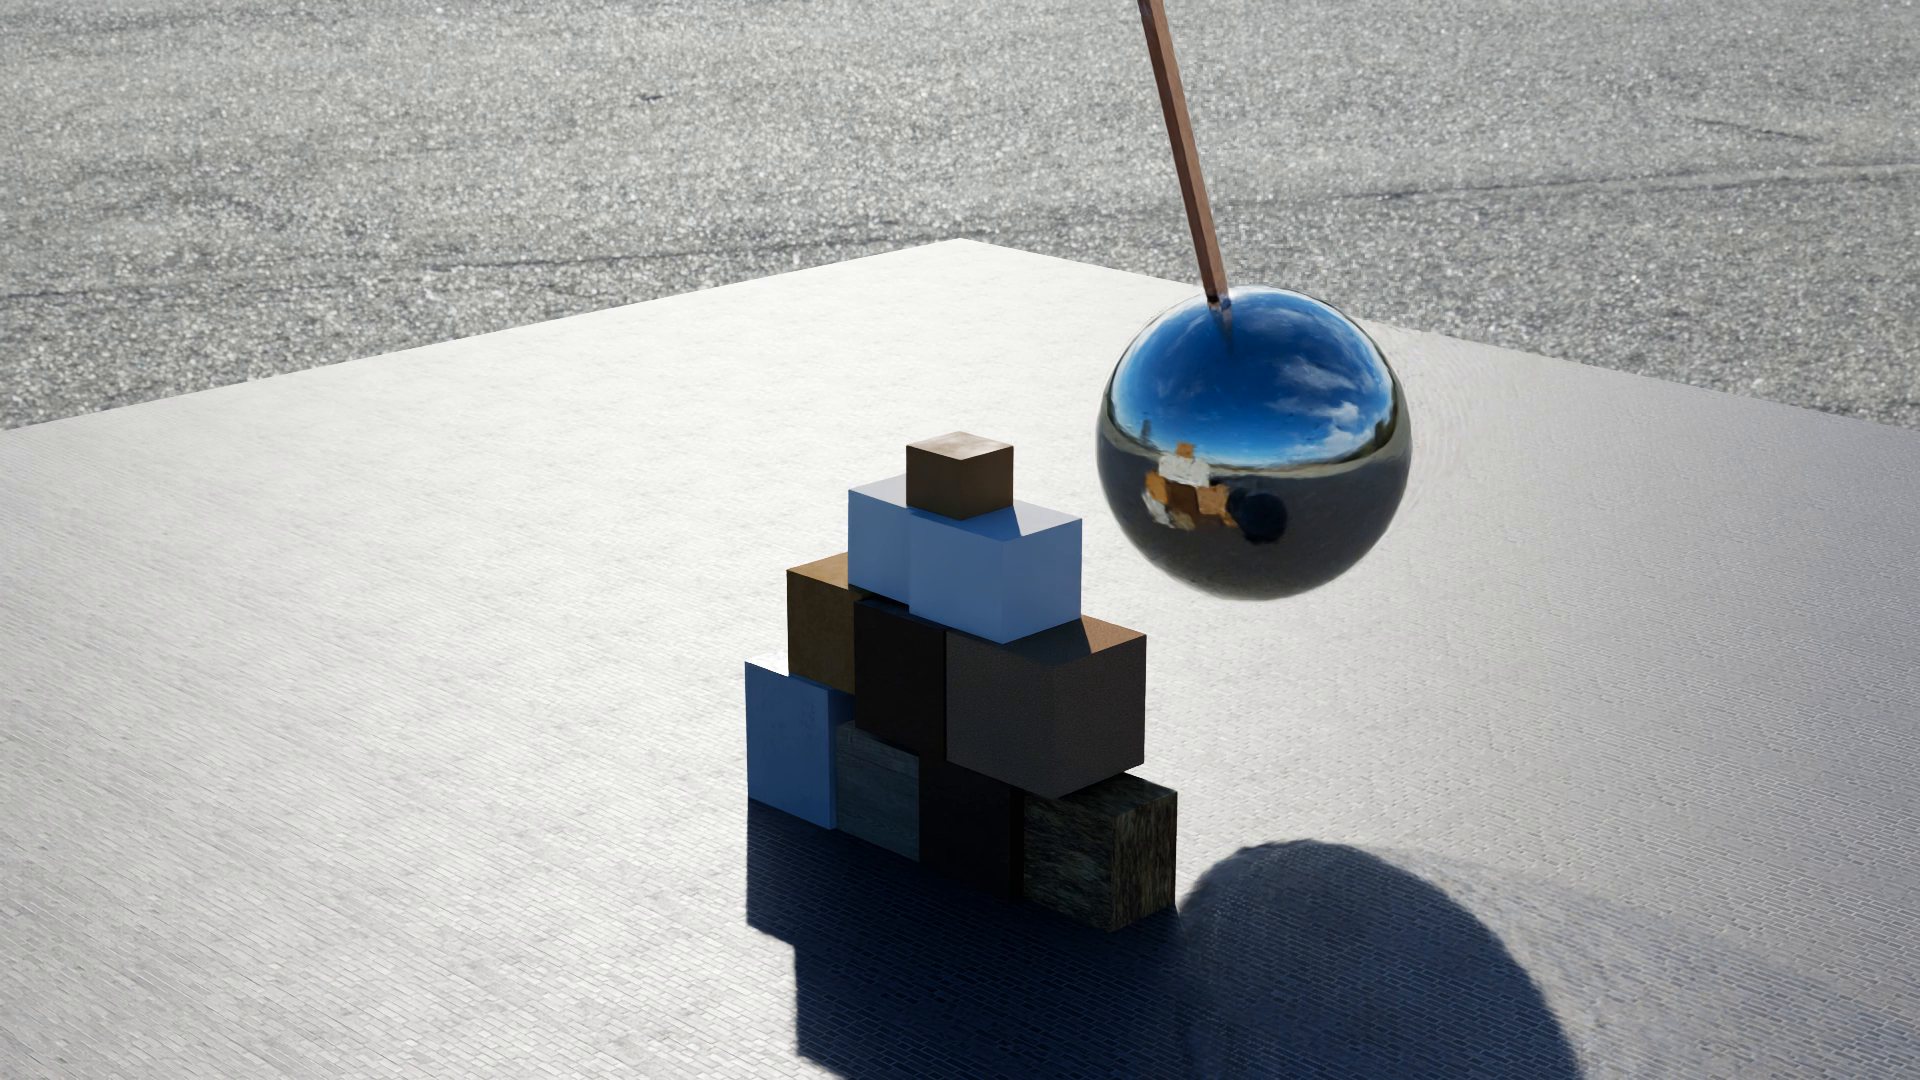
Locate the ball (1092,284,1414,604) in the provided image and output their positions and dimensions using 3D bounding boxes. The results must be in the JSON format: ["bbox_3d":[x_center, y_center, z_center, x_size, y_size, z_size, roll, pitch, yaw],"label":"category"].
[{"bbox_3d":[1.467,-0.482,14.728,1.600,1.600,1.600,0,17,0],"label":"ball"}]

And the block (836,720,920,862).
[{"bbox_3d":[-0.192,1.128,13.883,0.543,0.523,0.574,-17,24,-42],"label":"block"}]

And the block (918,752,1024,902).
[{"bbox_3d":[0.236,1.222,13.489,0.617,0.579,0.582,-17,24,-42],"label":"block"}]

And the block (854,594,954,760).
[{"bbox_3d":[-0.046,0.568,13.574,0.666,0.618,0.583,-17,24,-42],"label":"block"}]

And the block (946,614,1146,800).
[{"bbox_3d":[0.385,0.707,13.134,0.603,0.617,0.658,-17,24,-42],"label":"block"}]

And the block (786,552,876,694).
[{"bbox_3d":[-0.444,0.380,13.931,0.548,0.512,0.520,-17,24,-42],"label":"block"}]

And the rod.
[{"bbox_3d":[0.636,-3.276,12.978,0.080,5.200,0.080,17,44,42],"label":"rod"}]

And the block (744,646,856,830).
[{"bbox_3d":[-0.600,0.911,14.269,0.650,0.705,0.596,-17,24,-42],"label":"block"}]

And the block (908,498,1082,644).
[{"bbox_3d":[0.159,0.116,13.196,0.590,0.470,0.509,17,24,42],"label":"block"}]

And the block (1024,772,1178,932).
[{"bbox_3d":[0.626,1.361,13.105,0.433,0.545,0.527,-17,24,-42],"label":"block"}]

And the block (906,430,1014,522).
[{"bbox_3d":[-0.001,-0.292,13.238,0.349,0.283,0.340,17,24,42],"label":"block"}]

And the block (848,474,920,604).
[{"bbox_3d":[-0.211,-0.007,13.554,0.413,0.457,0.459,-17,25,-42],"label":"block"}]
